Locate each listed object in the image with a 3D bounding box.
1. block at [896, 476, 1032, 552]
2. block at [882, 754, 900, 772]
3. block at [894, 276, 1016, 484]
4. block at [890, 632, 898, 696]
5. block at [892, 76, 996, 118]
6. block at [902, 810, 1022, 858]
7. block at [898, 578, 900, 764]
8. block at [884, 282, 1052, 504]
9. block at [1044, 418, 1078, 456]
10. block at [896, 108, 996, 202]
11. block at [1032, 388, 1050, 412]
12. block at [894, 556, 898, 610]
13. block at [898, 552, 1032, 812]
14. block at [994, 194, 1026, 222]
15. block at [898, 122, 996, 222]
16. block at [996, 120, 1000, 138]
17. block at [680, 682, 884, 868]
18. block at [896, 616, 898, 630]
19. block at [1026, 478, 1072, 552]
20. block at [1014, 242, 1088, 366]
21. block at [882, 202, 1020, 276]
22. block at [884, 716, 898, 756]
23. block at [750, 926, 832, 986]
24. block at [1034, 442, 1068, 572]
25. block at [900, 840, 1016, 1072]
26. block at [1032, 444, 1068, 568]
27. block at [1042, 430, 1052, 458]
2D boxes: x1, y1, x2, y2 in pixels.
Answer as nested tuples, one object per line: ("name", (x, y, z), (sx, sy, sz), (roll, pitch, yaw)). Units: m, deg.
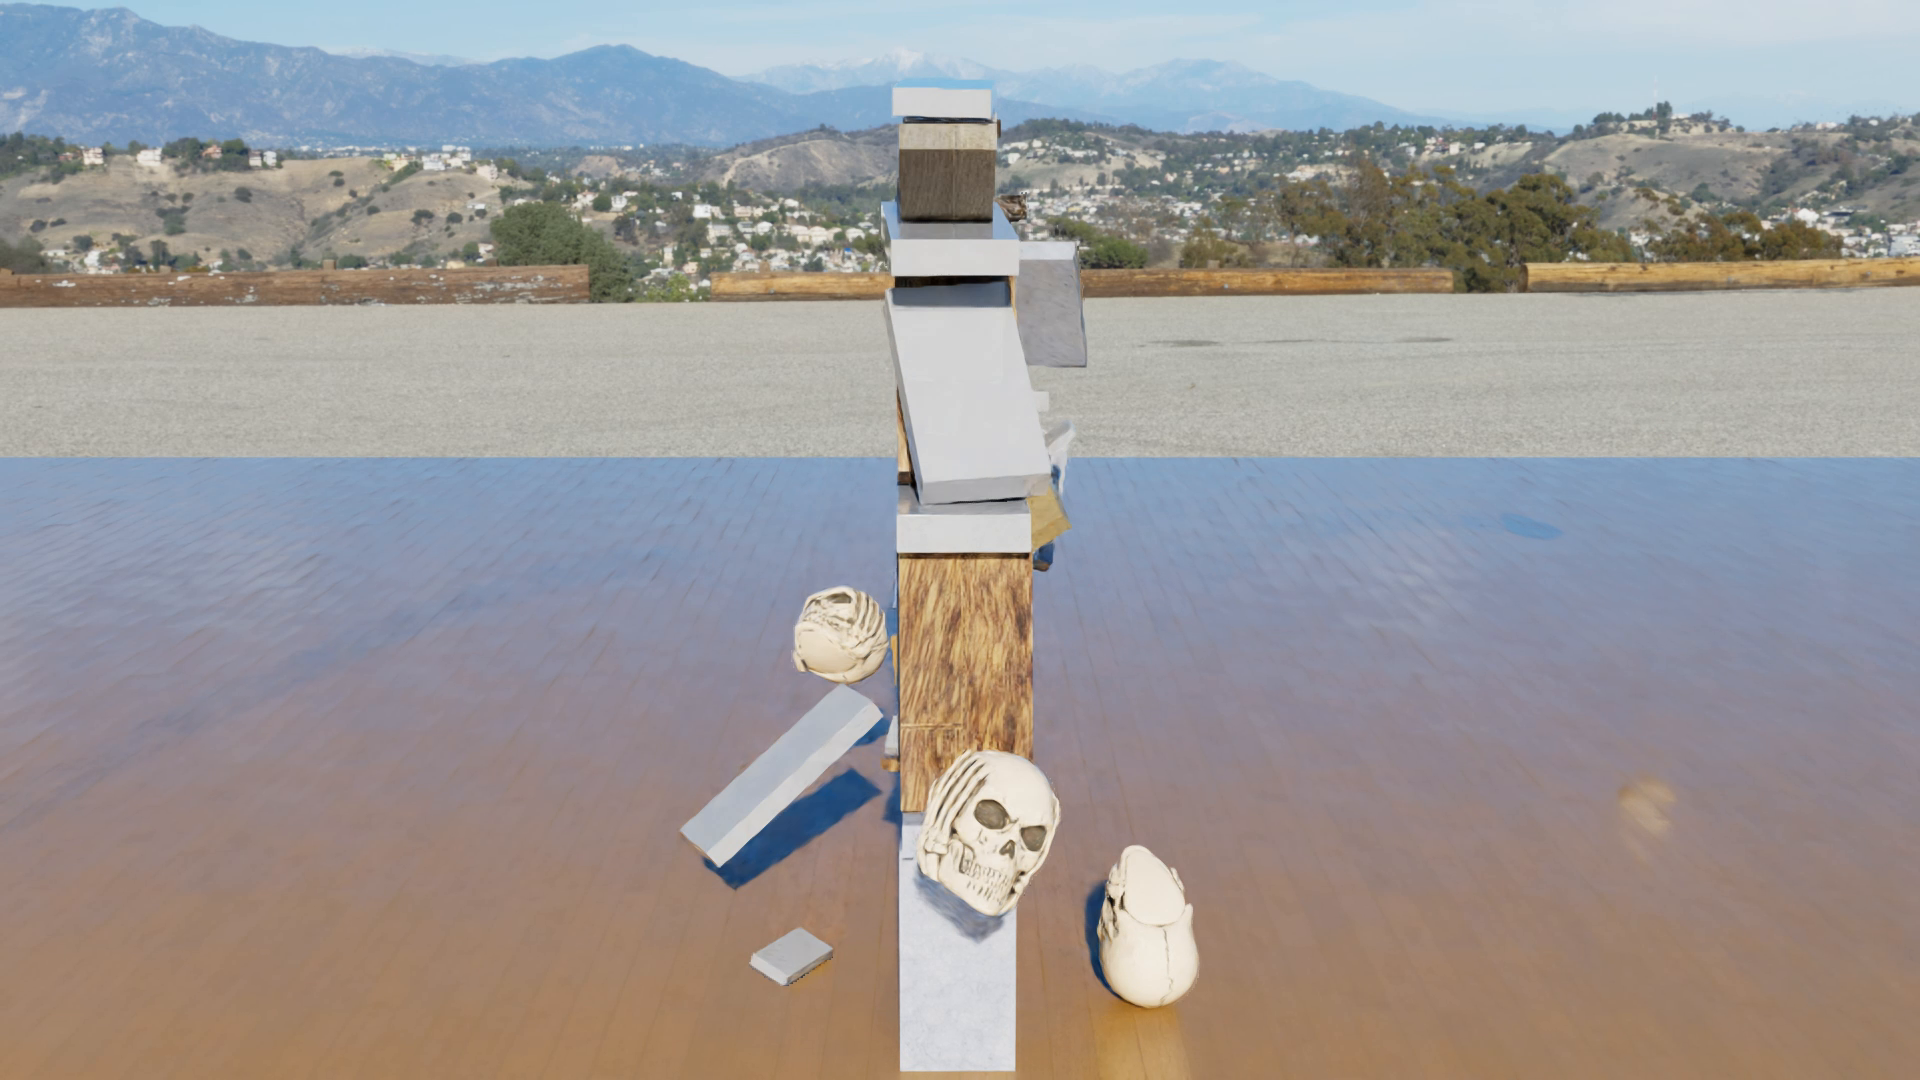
("block", (0.000, -0.039, 3.033), (0.176, 0.050, 0.352), (0, 10, -2))
("block", (-0.066, 0.343, 3.491), (0.065, 0.018, 0.131), (5, 12, 24))
("block", (-0.005, -0.252, 3.156), (0.174, 0.347, 0.049), (-1, -20, -3))
("block", (-0.042, 0.253, 3.353), (0.112, 0.224, 0.032), (1, 11, 40))
("block", (-0.018, -0.598, 2.970), (0.128, 0.036, 0.256), (2, 15, 2))
("block", (-0.001, 0.368, 3.040), (0.156, 0.044, 0.311), (0, 11, -1))
("block", (-0.002, 0.143, 3.170), (0.176, 0.352, 0.050), (0, 5, -1))
("block", (0.006, -0.207, 3.030), (0.174, 0.049, 0.347), (-5, 54, -10))
("block", (0.139, -0.150, 3.495), (0.103, 0.015, 0.051), (-37, 21, 11))
("block", (-0.027, -0.534, 3.276), (0.128, 0.036, 0.342), (0, -26, -6))
("block", (0.053, -0.248, 3.822), (0.122, 0.035, 0.244), (-1, 7, -19))
("block", (-0.017, -0.139, 3.415), (0.136, 0.504, 0.039), (4, -8, 0))
("block", (0.007, 0.183, 2.941), (0.176, 0.352, 0.050), (0, 5, -2))
("block", (0.020, -0.544, 3.665), (0.137, 0.039, 0.274), (-6, 7, -7))
("block", (-0.017, -0.497, 2.989), (0.128, 0.036, 0.256), (1, -13, 0))
("block", (-0.001, -0.733, 3.920), (0.117, 0.033, 0.235), (2, 10, 8))
("block", (-0.279, 0.364, 3.434), (0.345, 0.034, 0.120), (-42, 26, -14))
("block", (-0.038, 0.122, 3.307), (0.112, 0.032, 0.224), (4, -4, -2))
("block", (0.058, -0.007, 3.579), (0.240, 0.034, 0.120), (-32, 43, 11))
("block", (0.133, -0.391, 3.674), (0.137, 0.039, 0.274), (1, -34, 9))
("block", (-0.019, -0.432, 3.134), (0.174, 0.049, 0.347), (-1, 17, -4))
("block", (-0.048, 0.313, 3.457), (0.130, 0.018, 0.065), (5, 46, 12))
("block", (-0.255, 0.631, 3.332), (0.065, 0.018, 0.130), (28, 21, 20))
("block", (0.112, -0.079, 3.812), (0.122, 0.255, 0.035), (17, -30, -13))
("block", (-0.003, 0.562, 2.969), (0.156, 0.311, 0.044), (0, 11, 0))
("block", (0.099, -0.080, 3.717), (0.120, 0.240, 0.034), (29, -27, -24))
("block", (0.101, -0.136, 3.556), (0.103, 0.051, 0.015), (-25, -46, 28))
